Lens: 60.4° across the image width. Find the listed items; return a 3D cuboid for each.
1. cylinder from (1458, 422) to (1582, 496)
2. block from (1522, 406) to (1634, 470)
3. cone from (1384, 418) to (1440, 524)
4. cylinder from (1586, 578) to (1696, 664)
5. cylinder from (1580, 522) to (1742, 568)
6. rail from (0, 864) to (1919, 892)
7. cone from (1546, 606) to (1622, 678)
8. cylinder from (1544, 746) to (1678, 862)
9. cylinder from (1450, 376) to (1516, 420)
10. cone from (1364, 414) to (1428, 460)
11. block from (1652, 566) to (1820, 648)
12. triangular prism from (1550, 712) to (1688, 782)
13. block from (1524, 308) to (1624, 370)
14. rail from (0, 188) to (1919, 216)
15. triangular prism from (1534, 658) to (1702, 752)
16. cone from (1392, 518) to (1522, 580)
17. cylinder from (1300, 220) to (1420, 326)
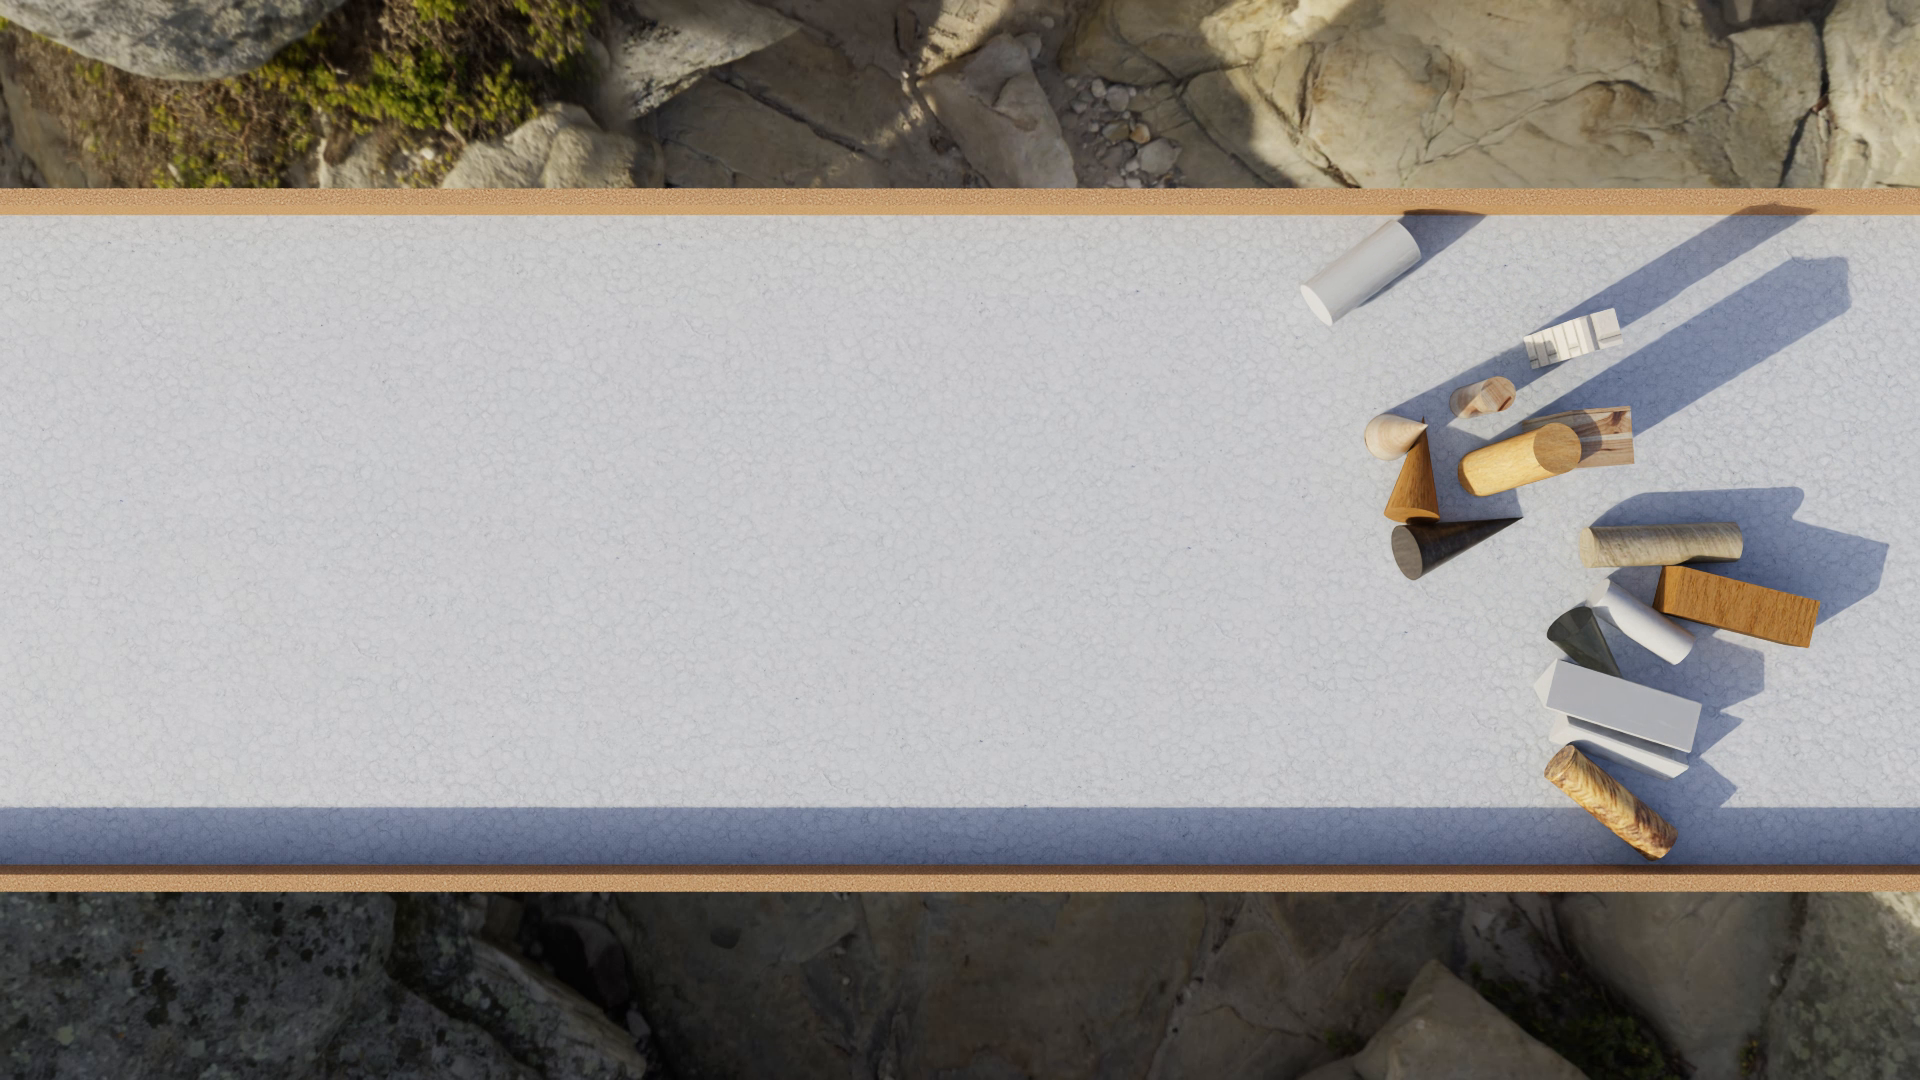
[{"bbox_3d":[1.633,-0.230,4.837,0.145,0.460,0.145,1,83,-9],"label":"cylinder"},{"bbox_3d":[1.818,-0.291,4.868,0.164,0.418,0.164,-4,90,0],"label":"block"},{"bbox_3d":[1.398,-0.228,5.036,0.166,0.166,0.327,11,76,0],"label":"cone"},{"bbox_3d":[2.070,0.249,5.021,0.309,0.112,0.112,33,90,0],"label":"cylinder"},{"bbox_3d":[2.128,0.015,5.014,0.445,0.125,0.125,-2,90,0],"label":"cylinder"},{"bbox_3d":[-2.247,1.025,5.001,12.000,0.150,0.050,0,90,0],"label":"rail"},{"bbox_3d":[1.970,0.394,5.039,0.153,0.153,0.381,-41,101,0],"label":"cone"},{"bbox_3d":[1.977,0.799,5.013,0.401,0.128,0.128,39,90,0],"label":"cylinder"},{"bbox_3d":[1.556,-0.422,4.922,0.101,0.309,0.101,0,90,0],"label":"cylinder"},{"bbox_3d":[1.318,-0.320,4.859,0.148,0.433,0.148,0,89,0],"label":"cone"},{"bbox_3d":[2.350,0.201,5.004,0.424,0.144,0.144,14,90,0],"label":"block"},{"bbox_3d":[2.014,0.621,5.020,0.385,0.107,0.123,19,90,0],"label":"triangular prism"},{"bbox_3d":[1.797,-0.588,4.849,0.102,0.456,0.102,-15,90,0],"label":"block"},{"bbox_3d":[-2.247,-1.025,5.002,12.000,0.150,0.050,0,90,0],"label":"rail"},{"bbox_3d":[1.982,0.518,4.975,0.455,0.154,0.133,17,51,0],"label":"triangular prism"},{"bbox_3d":[1.544,-0.016,5.034,0.410,0.173,0.173,-16,90,-12],"label":"cone"},{"bbox_3d":[1.214,-0.810,4.999,0.333,0.153,0.153,-37,90,0],"label":"cylinder"}]
